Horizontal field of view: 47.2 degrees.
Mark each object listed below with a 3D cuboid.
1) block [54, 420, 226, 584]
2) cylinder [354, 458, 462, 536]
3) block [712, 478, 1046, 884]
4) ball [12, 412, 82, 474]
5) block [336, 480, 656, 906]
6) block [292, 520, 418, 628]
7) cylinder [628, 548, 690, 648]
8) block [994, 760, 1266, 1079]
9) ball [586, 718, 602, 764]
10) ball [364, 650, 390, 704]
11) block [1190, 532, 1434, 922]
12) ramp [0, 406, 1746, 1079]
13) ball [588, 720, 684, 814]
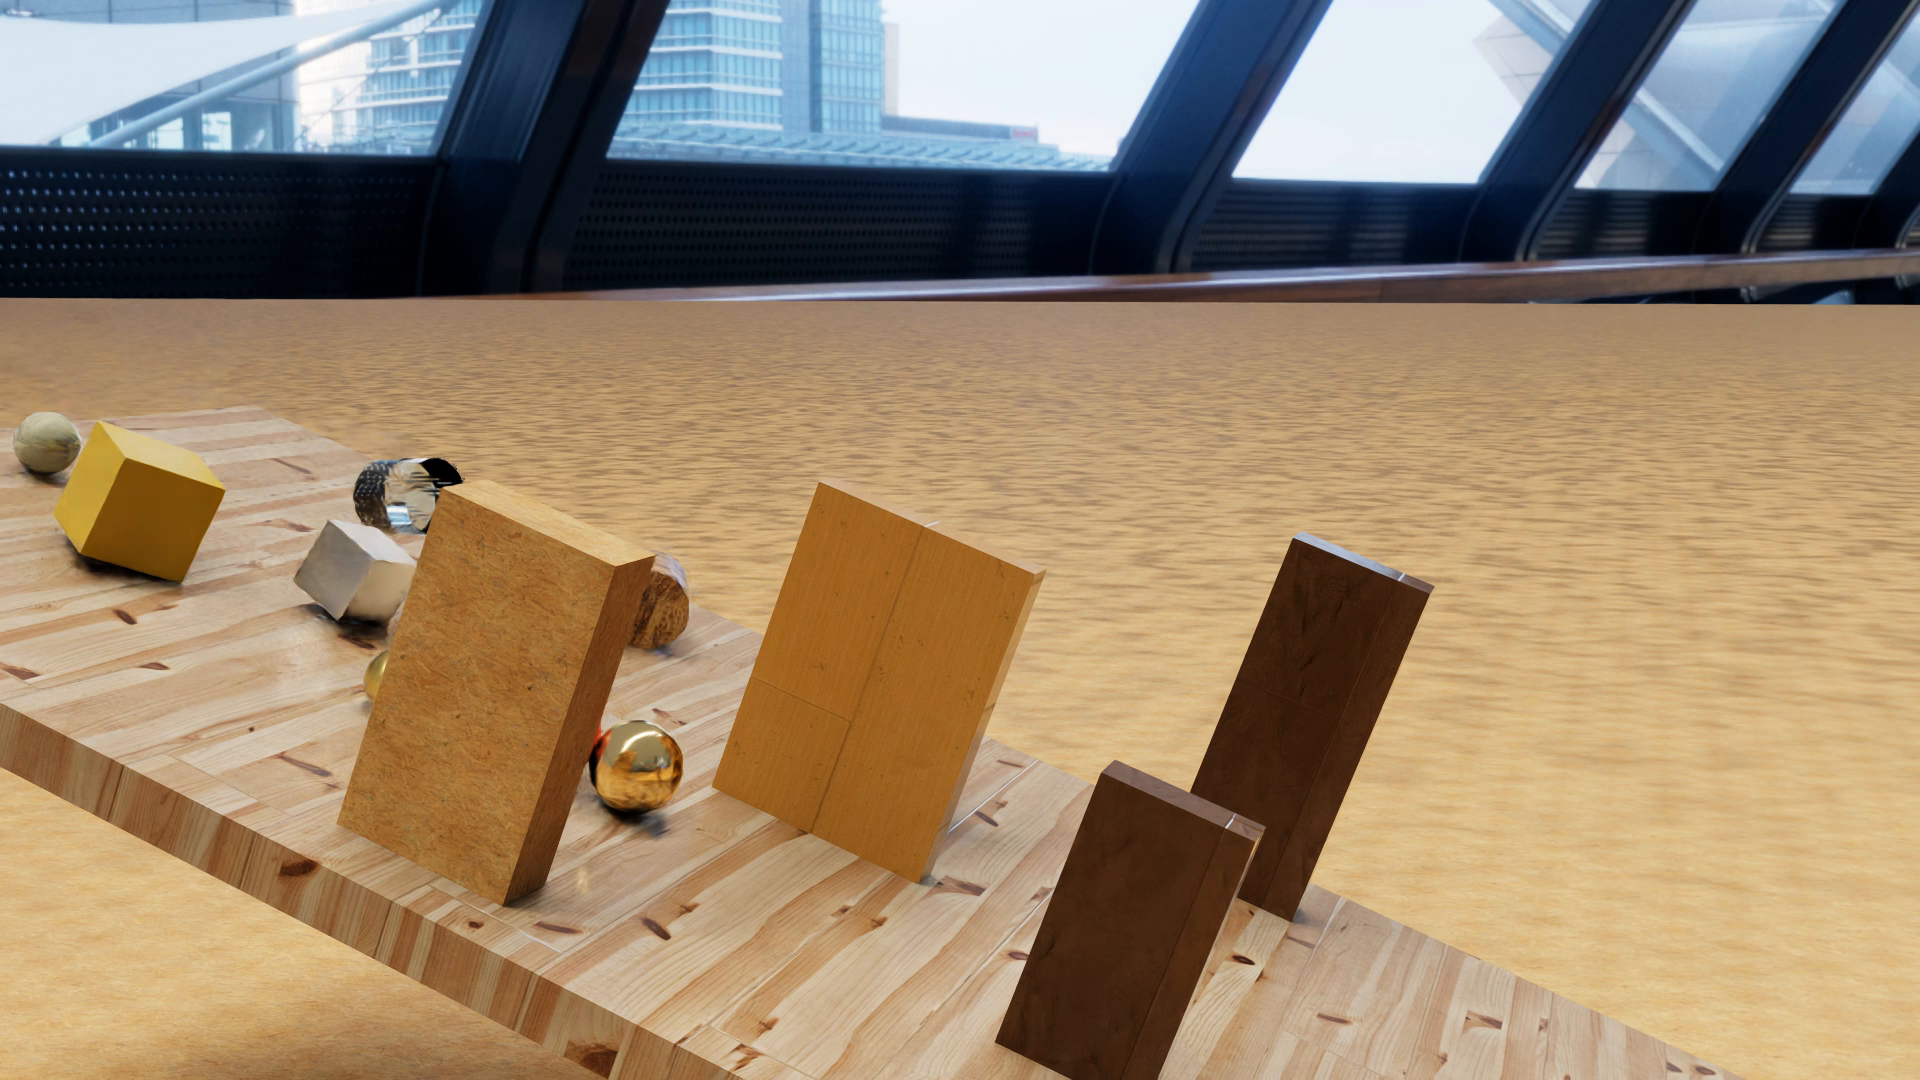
[{"bbox_3d":[-1.583,-0.074,4.243,0.205,0.205,0.205,22,8,-41],"label":"block"},{"bbox_3d":[-1.177,-0.091,4.702,0.164,0.164,0.164,0,6,36],"label":"cylinder"},{"bbox_3d":[-0.158,0.262,4.130,0.444,0.635,0.084,23,13,13],"label":"block"},{"bbox_3d":[-1.888,-0.200,4.549,0.131,0.131,0.131,0,7,0],"label":"ball"},{"bbox_3d":[-0.732,0.237,3.462,0.311,0.579,0.143,23,13,13],"label":"block"},{"bbox_3d":[-1.195,0.067,4.365,0.146,0.146,0.146,36,9,24],"label":"block"},{"bbox_3d":[-0.694,0.129,4.912,0.177,0.177,0.177,-1,16,-8],"label":"cylinder"},{"bbox_3d":[0.272,0.637,3.542,0.264,0.492,0.098,23,13,13],"label":"block"},{"bbox_3d":[-0.731,0.342,3.969,0.169,0.169,0.169,0,7,0],"label":"ball"},{"bbox_3d":[-1.023,0.257,3.995,0.117,0.117,0.117,0,7,0],"label":"ball"},{"bbox_3d":[0.711,0.394,4.646,0.300,0.761,0.119,23,13,13],"label":"block"},{"bbox_3d":[-0.323,0.585,4.205,4.000,0.100,2.000,23,13,13],"label":"ramp"},{"bbox_3d":[-0.579,0.407,3.938,0.168,0.168,0.168,0,7,0],"label":"ball"}]
